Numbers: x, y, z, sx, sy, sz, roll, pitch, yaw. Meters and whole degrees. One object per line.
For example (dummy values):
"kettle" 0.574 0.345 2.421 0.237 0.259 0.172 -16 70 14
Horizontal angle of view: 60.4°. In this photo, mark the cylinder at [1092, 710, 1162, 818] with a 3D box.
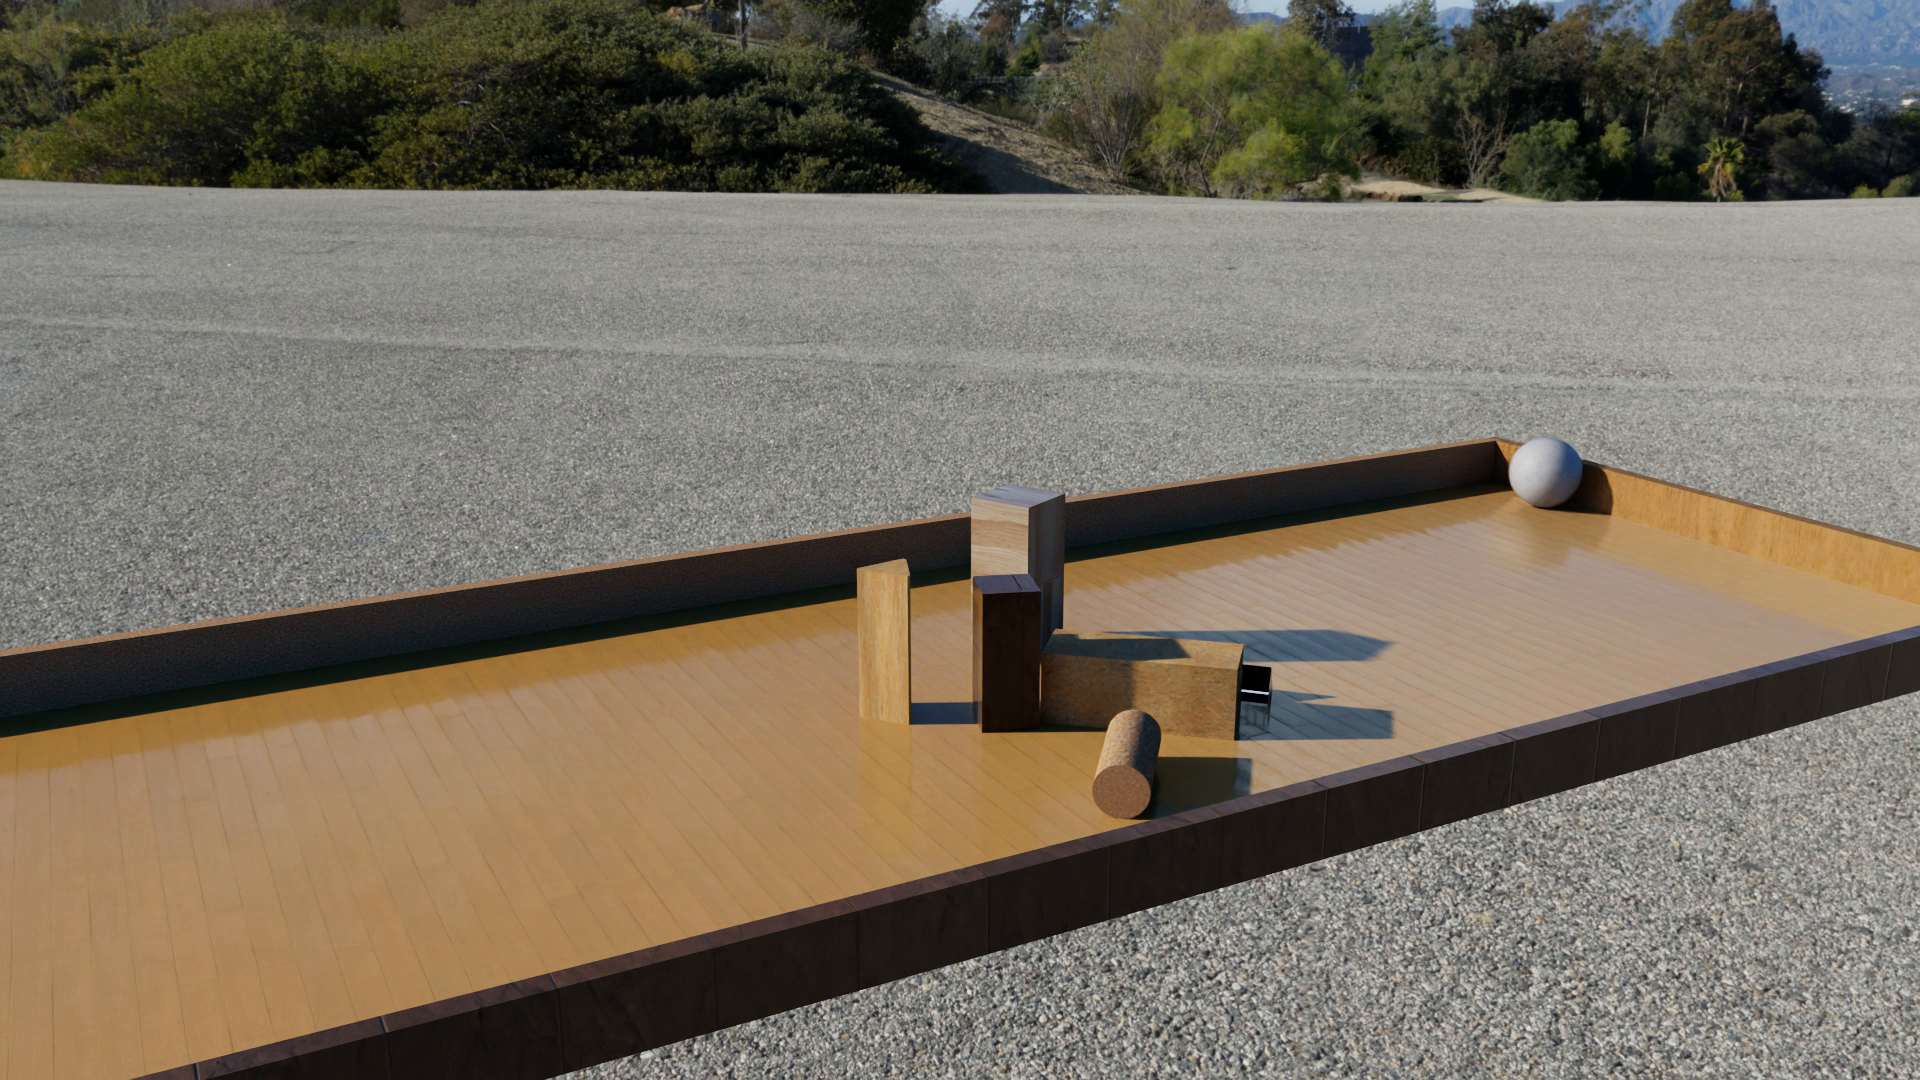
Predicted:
"cylinder" 0.359 0.475 3.526 0.120 0.120 0.303 3 17 10

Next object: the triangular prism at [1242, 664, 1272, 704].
"triangular prism" 0.555 0.329 4.092 0.428 0.077 0.089 5 17 17

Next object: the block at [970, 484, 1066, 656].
"block" 0.151 0.086 4.319 0.176 0.419 0.176 11 20 34

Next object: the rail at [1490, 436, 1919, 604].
"rail" 2.466 -0.048 5.253 0.050 0.150 2.100 -9 18 -27

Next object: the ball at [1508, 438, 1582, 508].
"ball" 2.030 -0.235 5.721 0.244 0.244 0.244 0 16 0

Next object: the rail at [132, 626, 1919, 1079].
"rail" -2.336 1.006 1.665 12.000 0.150 0.050 -9 18 -27

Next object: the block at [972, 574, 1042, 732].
"block" 0.107 0.263 3.856 0.135 0.340 0.135 -3 17 -9

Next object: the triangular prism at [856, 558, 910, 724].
"triangular prism" -0.155 0.235 3.904 0.135 0.367 0.117 7 18 22

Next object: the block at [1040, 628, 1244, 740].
"block" 0.431 0.338 3.896 0.453 0.174 0.174 4 17 13

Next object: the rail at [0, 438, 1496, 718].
"rail" -3.305 0.497 3.399 12.000 0.150 0.050 -9 18 -27
